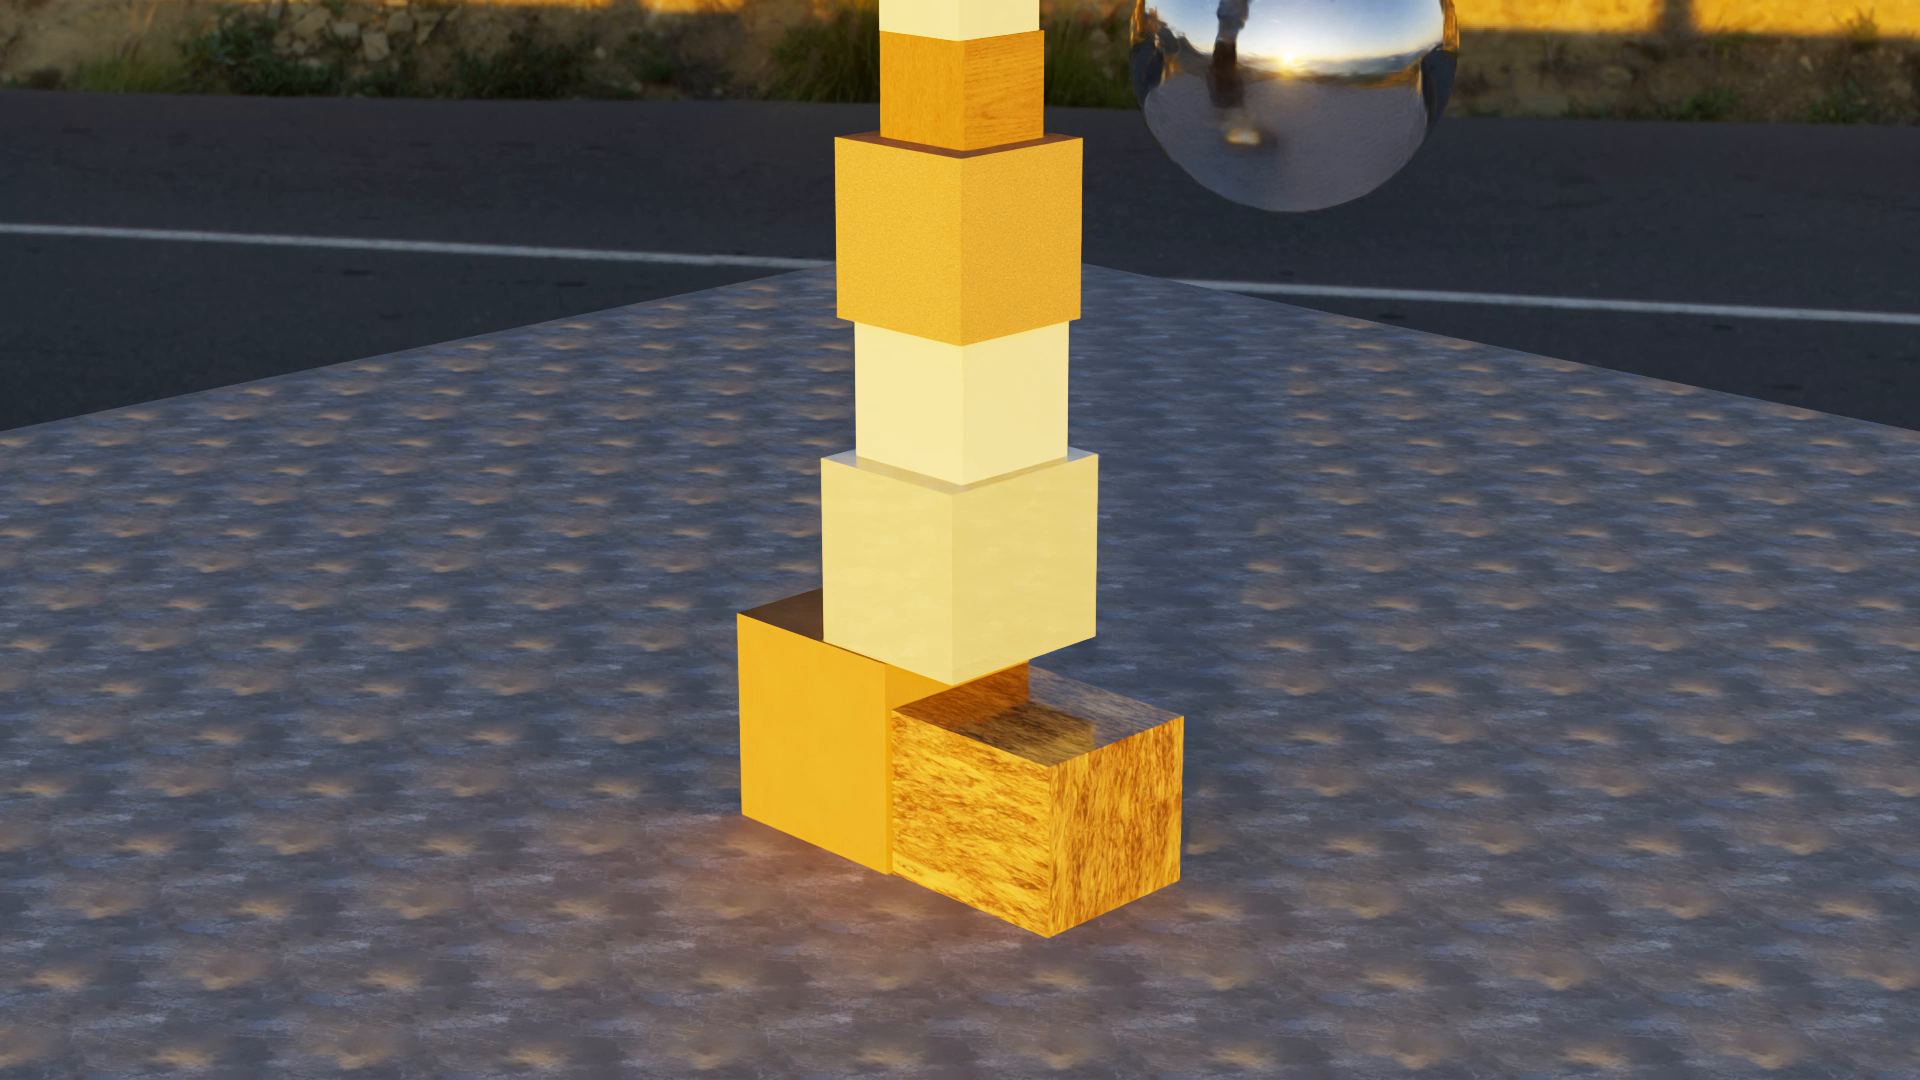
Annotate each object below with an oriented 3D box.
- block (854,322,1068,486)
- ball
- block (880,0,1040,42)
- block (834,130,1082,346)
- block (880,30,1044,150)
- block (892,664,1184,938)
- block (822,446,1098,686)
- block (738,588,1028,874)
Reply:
[{"bbox_3d":[0.008,-0.686,13.134,0.667,0.639,0.679,-17,24,-42],"label":"block"},{"bbox_3d":[1.623,-2.400,14.289,1.600,1.600,1.600,0,17,0],"label":"ball"},{"bbox_3d":[-0.003,-2.441,12.571,0.492,0.508,0.480,-17,24,-42],"label":"block"},{"bbox_3d":[-0.006,-1.371,12.905,0.751,0.805,0.776,-17,24,-42],"label":"block"},{"bbox_3d":[0.008,-1.981,12.728,0.487,0.464,0.516,-17,24,-42],"label":"block"},{"bbox_3d":[0.348,1.161,13.315,0.876,0.801,0.980,-17,24,-42],"label":"block"},{"bbox_3d":[0.000,0.037,13.353,0.931,0.873,0.835,-17,24,-42],"label":"block"},{"bbox_3d":[-0.363,0.841,13.959,0.937,1.024,1.010,-17,24,-42],"label":"block"}]
